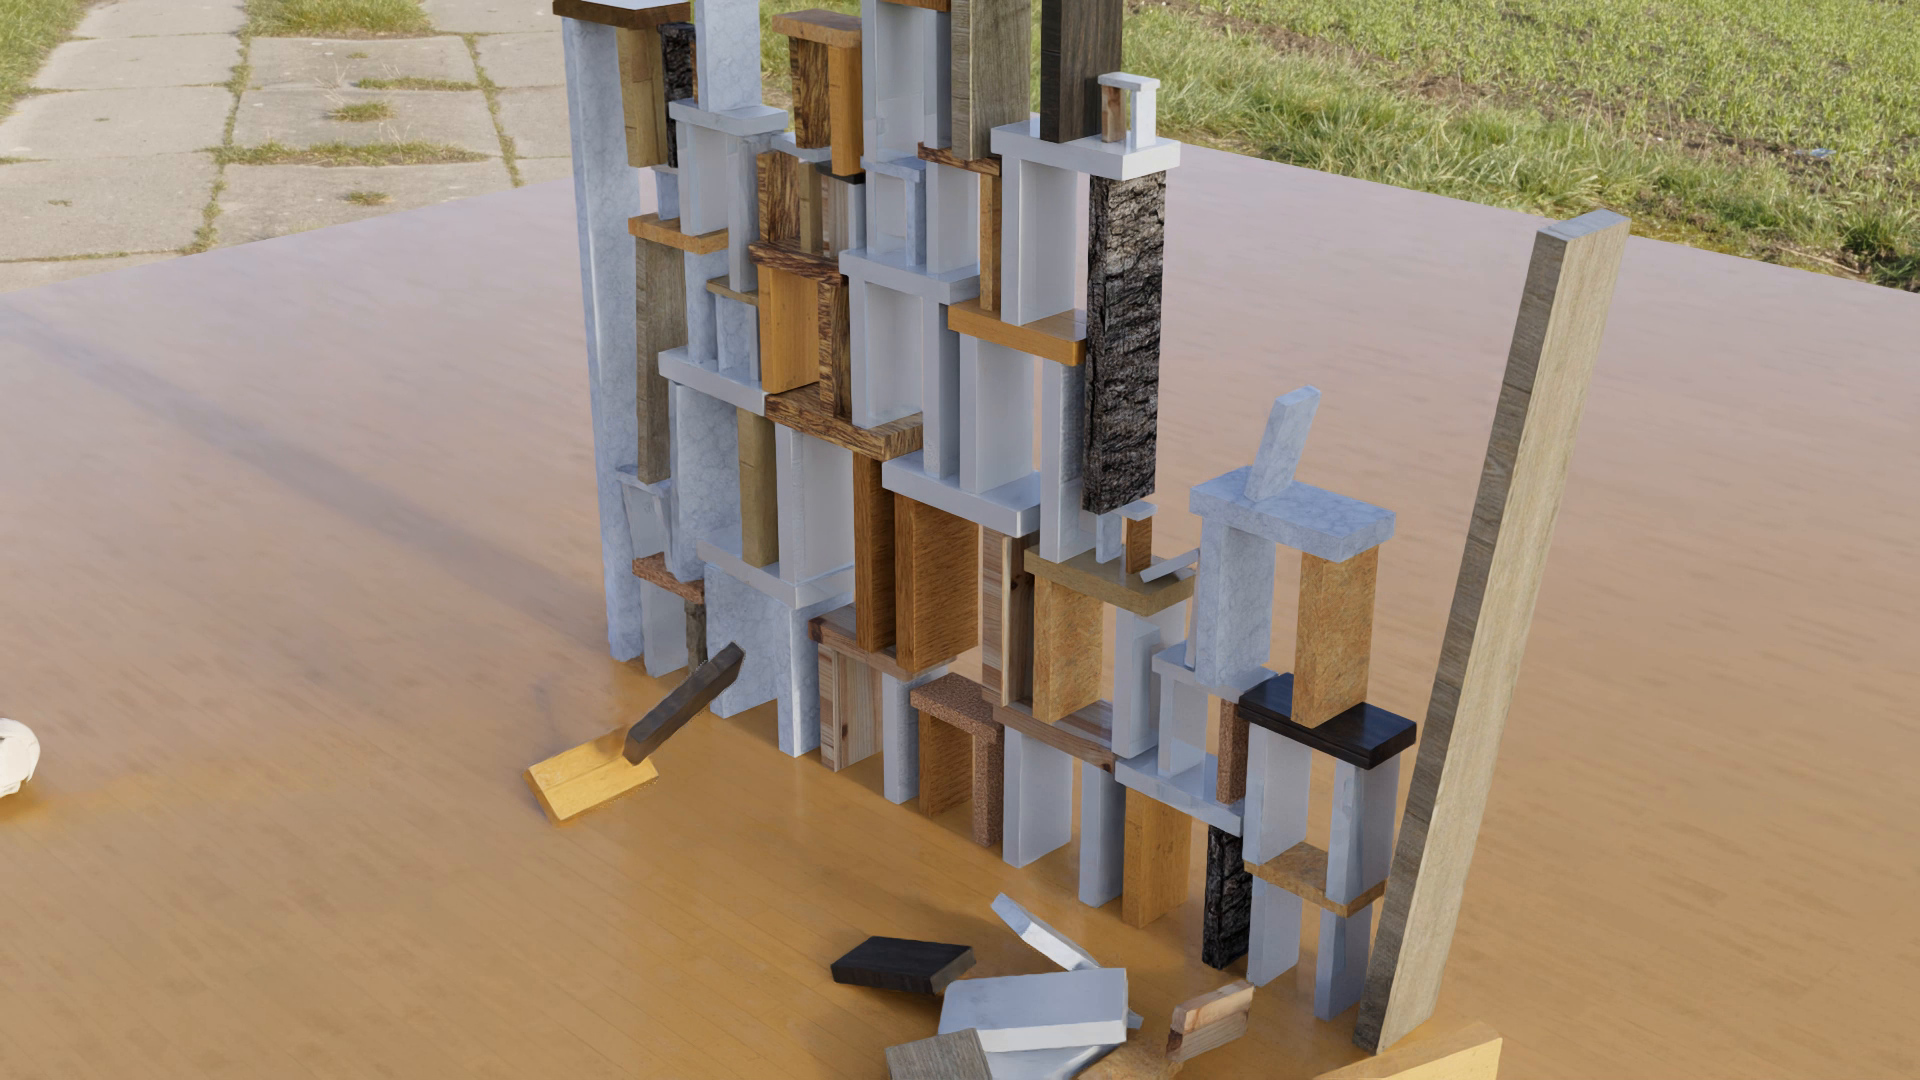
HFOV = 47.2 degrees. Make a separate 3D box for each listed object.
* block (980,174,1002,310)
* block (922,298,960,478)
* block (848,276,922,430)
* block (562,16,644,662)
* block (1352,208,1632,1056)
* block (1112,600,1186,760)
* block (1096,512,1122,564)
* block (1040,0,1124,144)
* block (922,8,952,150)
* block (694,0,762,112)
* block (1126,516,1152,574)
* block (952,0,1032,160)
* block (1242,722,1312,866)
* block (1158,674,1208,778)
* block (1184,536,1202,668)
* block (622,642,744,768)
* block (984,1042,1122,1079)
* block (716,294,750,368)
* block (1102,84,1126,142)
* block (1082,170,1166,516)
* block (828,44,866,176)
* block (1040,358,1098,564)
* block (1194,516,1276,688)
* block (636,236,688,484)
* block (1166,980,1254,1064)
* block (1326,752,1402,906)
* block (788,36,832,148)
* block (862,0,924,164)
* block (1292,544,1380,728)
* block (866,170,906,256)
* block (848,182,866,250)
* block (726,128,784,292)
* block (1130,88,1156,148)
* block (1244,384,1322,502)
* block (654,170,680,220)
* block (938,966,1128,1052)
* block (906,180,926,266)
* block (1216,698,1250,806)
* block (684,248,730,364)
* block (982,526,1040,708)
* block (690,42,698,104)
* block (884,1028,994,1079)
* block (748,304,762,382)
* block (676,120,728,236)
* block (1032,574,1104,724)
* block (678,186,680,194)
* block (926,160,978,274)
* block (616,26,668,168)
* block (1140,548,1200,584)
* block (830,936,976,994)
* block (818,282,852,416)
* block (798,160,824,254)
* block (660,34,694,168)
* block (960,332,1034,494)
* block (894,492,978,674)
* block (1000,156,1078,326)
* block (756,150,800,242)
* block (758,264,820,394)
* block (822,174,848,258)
[{"bbox_3d":[0.082,-0.539,3.916,0.029,0.245,0.103,21,31,40],"label":"block"},{"bbox_3d":[-0.001,-0.298,4.106,0.042,0.343,0.148,21,31,41],"label":"block"},{"bbox_3d":[-0.141,-0.375,4.226,0.148,0.296,0.042,-21,31,-40],"label":"block"},{"bbox_3d":[-0.755,-0.420,4.868,0.040,1.471,0.141,20,30,41],"label":"block"},{"bbox_3d":[0.810,0.198,3.431,0.173,1.461,0.049,-21,38,-41],"label":"block"},{"bbox_3d":[0.340,0.235,3.958,0.041,0.291,0.145,21,31,40],"label":"block"},{"bbox_3d":[0.267,-0.015,3.936,0.015,0.104,0.052,21,31,40],"label":"block"},{"bbox_3d":[0.202,-0.826,3.648,0.044,0.308,0.154,21,31,40],"label":"block"},{"bbox_3d":[-0.009,-0.822,3.883,0.121,0.242,0.034,-20,30,-39],"label":"block"},{"bbox_3d":[-0.454,-0.974,4.309,0.126,0.252,0.036,-18,29,-36],"label":"block"},{"bbox_3d":[0.317,0.004,3.892,0.015,0.104,0.052,21,31,40],"label":"block"},{"bbox_3d":[0.054,-0.853,3.792,0.044,0.370,0.154,20,30,40],"label":"block"},{"bbox_3d":[0.550,0.417,3.797,0.038,0.267,0.134,21,31,40],"label":"block"},{"bbox_3d":[0.399,0.316,3.923,0.100,0.200,0.028,-21,31,-41],"label":"block"},{"bbox_3d":[0.435,0.090,3.781,0.076,0.270,0.021,-19,35,-38],"label":"block"},{"bbox_3d":[-0.559,0.332,4.447,0.036,0.126,0.291,43,62,10],"label":"block"},{"bbox_3d":[0.129,0.867,3.674,0.292,0.034,0.118,-21,31,-41],"label":"block"},{"bbox_3d":[-0.464,-0.441,4.542,0.023,0.159,0.080,21,31,40],"label":"block"},{"bbox_3d":[0.256,-0.711,3.649,0.013,0.095,0.047,18,29,42],"label":"block"},{"bbox_3d":[0.281,-0.344,3.776,0.042,0.596,0.148,21,31,40],"label":"block"},{"bbox_3d":[-0.189,-0.803,4.075,0.109,0.237,0.031,-21,29,-40],"label":"block"},{"bbox_3d":[0.211,-0.158,3.925,0.043,0.377,0.151,21,31,39],"label":"block"},{"bbox_3d":[0.471,0.086,3.747,0.043,0.304,0.152,21,31,40],"label":"block"},{"bbox_3d":[-0.641,-0.395,4.750,0.034,0.561,0.118,26,34,38],"label":"block"},{"bbox_3d":[0.420,0.807,3.691,0.027,0.094,0.187,21,19,40],"label":"block"},{"bbox_3d":[0.676,0.466,3.682,0.038,0.267,0.134,21,31,40],"label":"block"},{"bbox_3d":[-0.265,-0.864,4.195,0.109,0.219,0.031,-15,23,-32],"label":"block"},{"bbox_3d":[-0.121,-0.842,4.000,0.121,0.296,0.034,-21,31,-40],"label":"block"},{"bbox_3d":[0.616,0.143,3.613,0.152,0.304,0.043,-21,31,-41],"label":"block"},{"bbox_3d":[-0.138,-0.620,4.114,0.079,0.158,0.022,-21,31,-40],"label":"block"},{"bbox_3d":[-0.182,-0.617,4.149,0.018,0.126,0.063,19,30,38],"label":"block"},{"bbox_3d":[-0.407,-0.662,4.392,0.116,0.321,0.033,-20,33,-40],"label":"block"},{"bbox_3d":[0.300,-0.693,3.608,0.047,0.095,0.013,-21,29,-40],"label":"block"},{"bbox_3d":[0.525,-0.157,3.581,0.094,0.187,0.027,-22,48,-42],"label":"block"},{"bbox_3d":[-0.606,-0.722,4.584,0.015,0.103,0.052,17,28,41],"label":"block"},{"bbox_3d":[0.126,0.795,3.713,0.310,0.044,0.155,-6,22,9],"label":"block"},{"bbox_3d":[-0.063,-0.591,4.046,0.022,0.158,0.079,21,31,40],"label":"block"},{"bbox_3d":[0.493,0.353,3.836,0.028,0.200,0.100,21,31,41],"label":"block"},{"bbox_3d":[-0.511,-0.497,4.573,0.118,0.237,0.034,-21,31,-40],"label":"block"},{"bbox_3d":[0.123,0.120,4.146,0.178,0.356,0.050,-21,31,-40],"label":"block"},{"bbox_3d":[-0.506,-0.936,4.384,0.017,0.122,0.061,17,28,41],"label":"block"},{"bbox_3d":[-0.014,0.910,3.503,0.155,0.044,0.310,-11,29,-8],"label":"block"},{"bbox_3d":[-0.392,-0.409,4.471,0.023,0.159,0.080,20,30,38],"label":"block"},{"bbox_3d":[-0.516,-0.744,4.469,0.033,0.232,0.116,21,31,40],"label":"block"},{"bbox_3d":[0.202,0.182,4.083,0.041,0.291,0.145,21,31,40],"label":"block"},{"bbox_3d":[-0.554,-0.703,4.538,0.015,0.103,0.052,21,31,40],"label":"block"},{"bbox_3d":[-0.014,-0.595,3.997,0.029,0.205,0.103,21,31,40],"label":"block"},{"bbox_3d":[-0.625,-0.917,4.515,0.141,0.282,0.040,-21,28,-41],"label":"block"},{"bbox_3d":[0.389,0.036,3.820,0.076,0.021,0.151,-20,-4,-38],"label":"block"},{"bbox_3d":[-0.101,0.747,3.870,0.237,0.034,0.118,-3,16,41],"label":"block"},{"bbox_3d":[-0.214,-0.385,4.291,0.130,0.265,0.037,-21,31,-40],"label":"block"},{"bbox_3d":[-0.274,-0.651,4.261,0.025,0.174,0.087,15,27,32],"label":"block"},{"bbox_3d":[-0.571,-0.895,4.468,0.017,0.268,0.061,20,30,41],"label":"block"},{"bbox_3d":[0.068,-0.249,4.043,0.043,0.302,0.151,21,31,41],"label":"block"},{"bbox_3d":[-0.044,0.060,4.302,0.050,0.369,0.178,21,31,40],"label":"block"},{"bbox_3d":[0.139,-0.536,3.843,0.042,0.295,0.148,21,31,40],"label":"block"},{"bbox_3d":[-0.355,-0.680,4.330,0.025,0.174,0.087,21,31,41],"label":"block"},{"bbox_3d":[-0.338,-0.434,4.402,0.131,0.261,0.037,-21,31,-40],"label":"block"},{"bbox_3d":[-0.234,-0.628,4.220,0.063,0.162,0.018,-20,29,-38],"label":"block"}]
